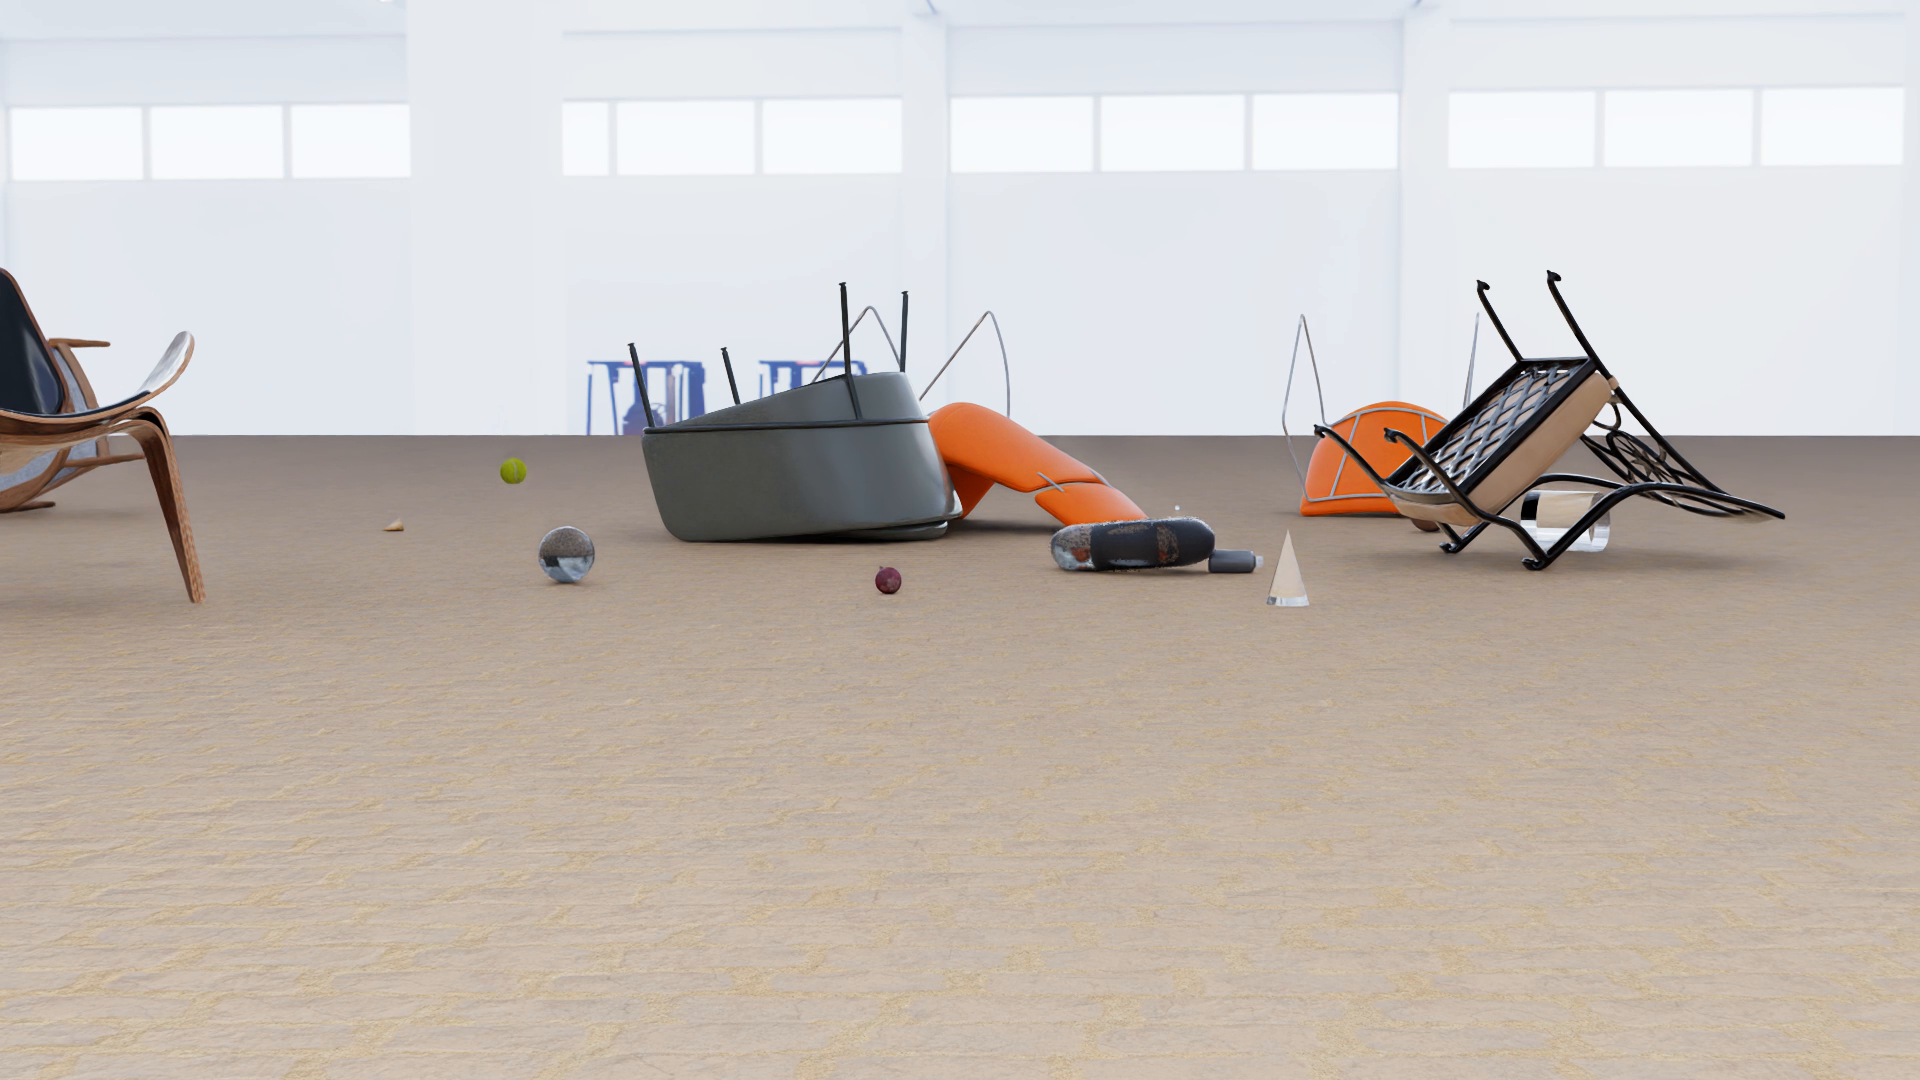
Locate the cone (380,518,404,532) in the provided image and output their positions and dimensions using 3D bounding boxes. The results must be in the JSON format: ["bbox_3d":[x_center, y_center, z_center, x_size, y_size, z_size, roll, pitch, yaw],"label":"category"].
[{"bbox_3d":[-1.803,-0.040,6.966,0.068,0.045,0.058,-21,22,-20],"label":"cone"}]

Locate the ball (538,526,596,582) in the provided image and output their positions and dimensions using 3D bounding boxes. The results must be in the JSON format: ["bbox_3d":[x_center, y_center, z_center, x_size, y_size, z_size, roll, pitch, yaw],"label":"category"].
[{"bbox_3d":[-0.912,0.034,5.097,0.131,0.131,0.131,0,4,0],"label":"ball"}]

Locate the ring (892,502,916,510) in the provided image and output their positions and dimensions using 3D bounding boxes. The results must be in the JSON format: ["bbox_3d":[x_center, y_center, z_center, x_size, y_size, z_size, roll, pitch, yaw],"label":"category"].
[{"bbox_3d":[-0.207,-0.124,8.178,0.091,0.025,0.102,-1,3,-21],"label":"ring"}]

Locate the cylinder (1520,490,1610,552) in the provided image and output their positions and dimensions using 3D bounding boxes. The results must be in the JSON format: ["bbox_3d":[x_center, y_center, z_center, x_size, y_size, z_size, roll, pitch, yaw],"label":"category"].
[{"bbox_3d":[1.681,-0.053,6.103,0.184,0.164,0.229,2,-6,31],"label":"cylinder"}]

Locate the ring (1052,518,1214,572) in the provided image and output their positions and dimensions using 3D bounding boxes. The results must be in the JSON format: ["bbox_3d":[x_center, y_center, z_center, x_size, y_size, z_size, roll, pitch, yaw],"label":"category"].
[{"bbox_3d":[0.424,0.012,5.432,0.448,0.116,0.279,-3,1,36],"label":"ring"}]

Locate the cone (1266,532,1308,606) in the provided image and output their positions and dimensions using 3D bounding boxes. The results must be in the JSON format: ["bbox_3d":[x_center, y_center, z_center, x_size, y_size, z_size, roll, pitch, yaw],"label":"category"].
[{"bbox_3d":[0.685,0.056,4.597,0.090,0.156,0.105,0,4,-3],"label":"cone"}]
